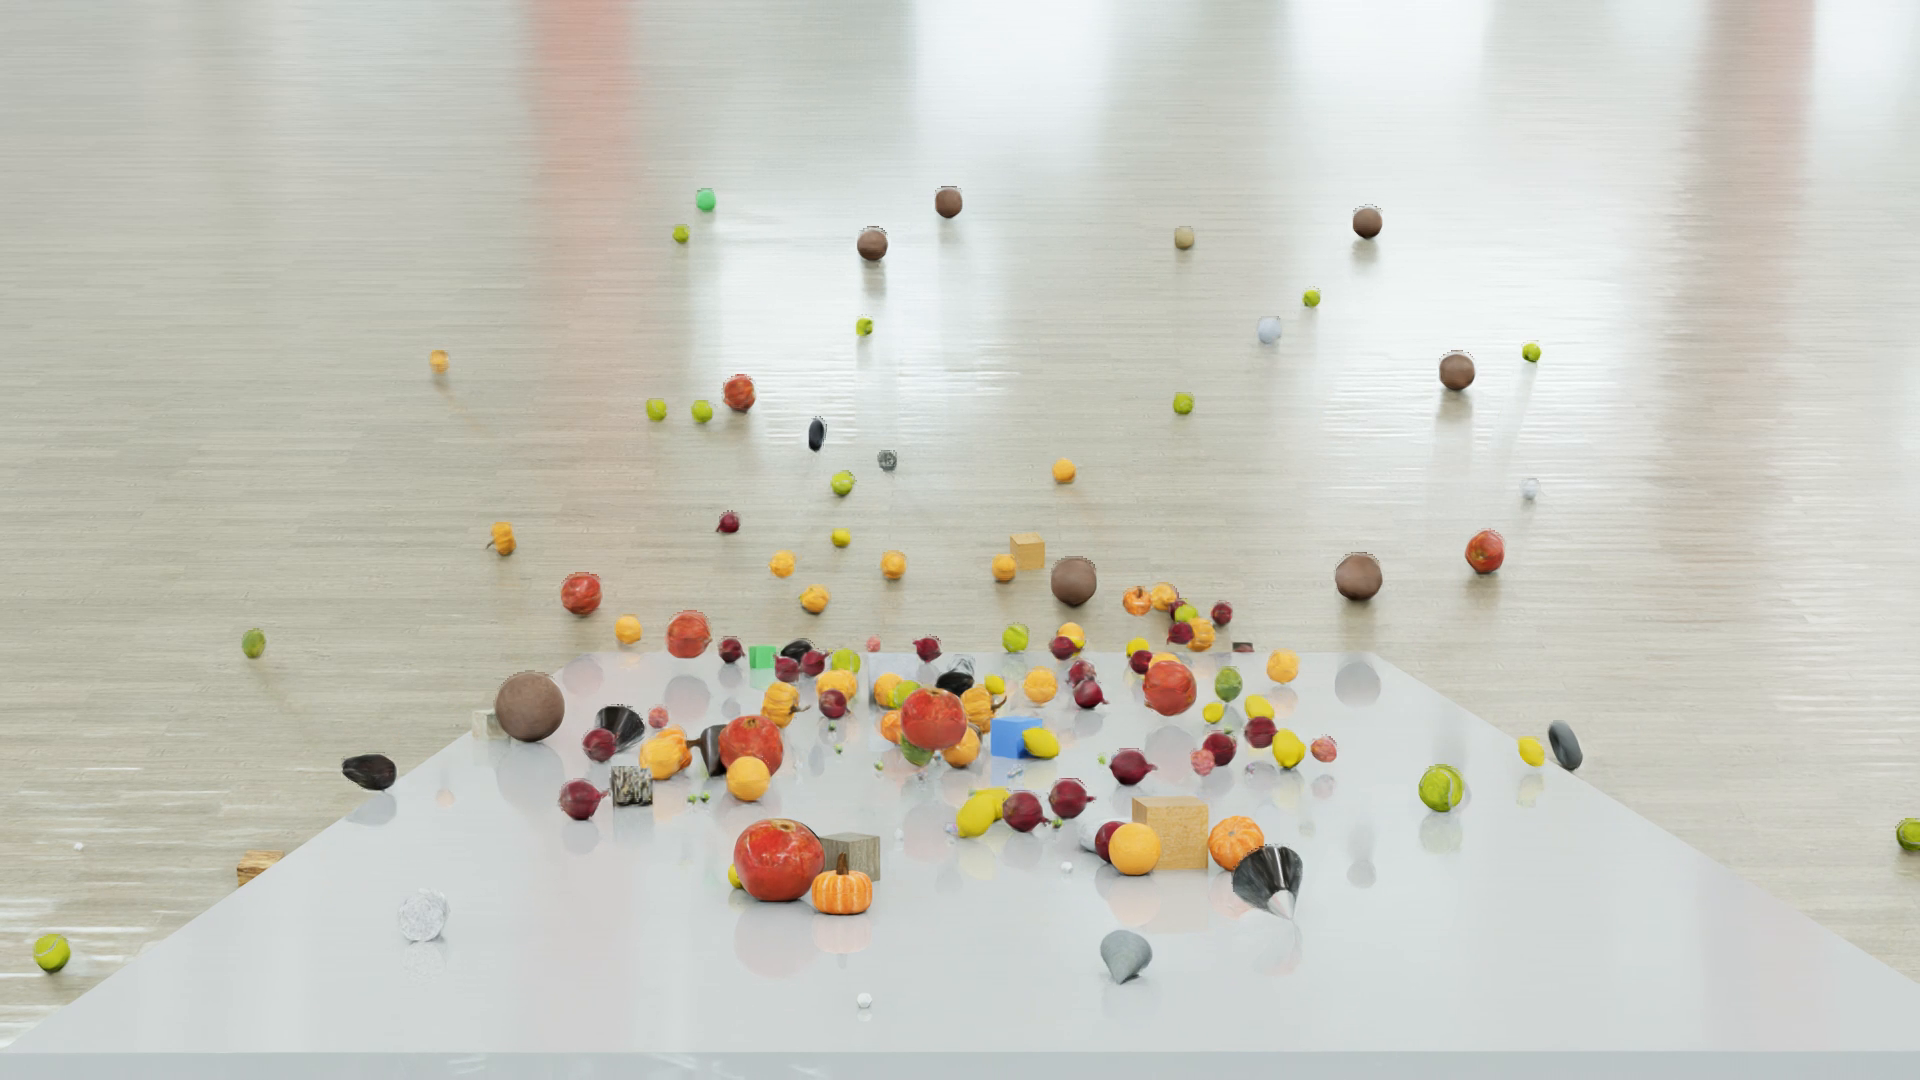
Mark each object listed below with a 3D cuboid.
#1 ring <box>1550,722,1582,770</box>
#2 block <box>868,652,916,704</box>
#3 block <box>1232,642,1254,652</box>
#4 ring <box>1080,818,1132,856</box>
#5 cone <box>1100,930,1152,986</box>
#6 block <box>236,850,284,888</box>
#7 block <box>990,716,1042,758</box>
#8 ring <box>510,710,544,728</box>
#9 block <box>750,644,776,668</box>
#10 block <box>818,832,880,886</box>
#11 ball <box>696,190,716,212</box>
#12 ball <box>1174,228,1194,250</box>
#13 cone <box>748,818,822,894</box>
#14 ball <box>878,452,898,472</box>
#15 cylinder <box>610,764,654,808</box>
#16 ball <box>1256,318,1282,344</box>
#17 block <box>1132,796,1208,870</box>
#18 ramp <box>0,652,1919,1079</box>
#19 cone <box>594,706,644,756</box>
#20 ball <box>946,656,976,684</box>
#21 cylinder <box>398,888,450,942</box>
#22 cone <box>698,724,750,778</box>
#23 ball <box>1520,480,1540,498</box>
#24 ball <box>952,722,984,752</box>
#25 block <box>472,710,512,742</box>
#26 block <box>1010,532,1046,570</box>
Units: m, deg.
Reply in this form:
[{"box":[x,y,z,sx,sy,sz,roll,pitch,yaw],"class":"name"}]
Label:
[{"box":[1.438,0.489,6.105,0.040,0.120,0.120,-20,24,-6],"class":"ring"},{"box":[-0.144,0.294,5.462,0.099,0.099,0.099,0,3,-3],"class":"block"},{"box":[0.733,0.302,6.673,0.053,0.053,0.053,2,21,5],"class":"block"},{"box":[0.230,0.422,3.665,0.121,0.040,0.121,-1,4,0],"class":"ring"},{"box":[0.179,0.474,2.842,0.059,0.059,0.059,4,31,11],"class":"cone"},{"box":[-1.505,0.724,5.545,0.080,0.080,0.080,1,21,2],"class":"block"},{"box":[0.101,0.356,4.639,0.066,0.066,0.066,-3,4,-45],"class":"block"},{"box":[-0.863,0.352,5.052,0.089,0.030,0.089,-1,4,0],"class":"ring"},{"box":[-0.472,0.280,6.166,0.051,0.051,0.051,-1,3,-24],"class":"block"},{"box":[-0.148,0.425,3.430,0.059,0.059,0.059,3,4,41],"class":"block"},{"box":[-1.110,-1.483,11.243,0.089,0.089,0.089,0,21,0],"class":"ball"},{"box":[0.926,-1.243,10.623,0.088,0.088,0.088,0,21,0],"class":"ball"},{"box":[-0.237,0.436,3.375,0.100,0.100,0.100,2,30,5],"class":"cone"},{"box":[-0.227,-0.246,8.080,0.062,0.062,0.062,0,21,0],"class":"ball"},{"box":[-0.519,0.390,4.068,0.059,0.059,0.059,-13,24,-13],"class":"cylinder"},{"box":[1.128,-0.761,9.366,0.096,0.096,0.096,0,21,0],"class":"ball"},{"box":[0.290,0.404,3.554,0.087,0.087,0.087,-1,3,-9],"class":"block"},{"box":[0.049,0.445,4.532,2.000,0.100,4.000,0,3,0],"class":"ramp"},{"box":[-0.630,0.367,4.658,0.096,0.096,0.096,3,30,8],"class":"cone"},{"box":[0.003,0.293,5.798,0.065,0.065,0.065,0,21,0],"class":"ball"},{"box":[-0.641,0.448,3.073,0.054,0.054,0.054,-1,4,-4],"class":"cylinder"},{"box":[-0.416,0.381,4.407,0.093,0.093,0.093,4,31,11],"class":"cone"},{"box":[1.742,-0.155,7.851,0.056,0.056,0.056,0,21,0],"class":"ball"},{"box":[0.015,0.360,4.672,0.055,0.055,0.055,0,21,0],"class":"ball"},{"box":[-0.887,0.351,4.870,0.052,0.052,0.052,-3,4,-43],"class":"block"},{"box":[0.192,0.032,7.333,0.080,0.080,0.080,-6,22,-14],"class":"block"}]
